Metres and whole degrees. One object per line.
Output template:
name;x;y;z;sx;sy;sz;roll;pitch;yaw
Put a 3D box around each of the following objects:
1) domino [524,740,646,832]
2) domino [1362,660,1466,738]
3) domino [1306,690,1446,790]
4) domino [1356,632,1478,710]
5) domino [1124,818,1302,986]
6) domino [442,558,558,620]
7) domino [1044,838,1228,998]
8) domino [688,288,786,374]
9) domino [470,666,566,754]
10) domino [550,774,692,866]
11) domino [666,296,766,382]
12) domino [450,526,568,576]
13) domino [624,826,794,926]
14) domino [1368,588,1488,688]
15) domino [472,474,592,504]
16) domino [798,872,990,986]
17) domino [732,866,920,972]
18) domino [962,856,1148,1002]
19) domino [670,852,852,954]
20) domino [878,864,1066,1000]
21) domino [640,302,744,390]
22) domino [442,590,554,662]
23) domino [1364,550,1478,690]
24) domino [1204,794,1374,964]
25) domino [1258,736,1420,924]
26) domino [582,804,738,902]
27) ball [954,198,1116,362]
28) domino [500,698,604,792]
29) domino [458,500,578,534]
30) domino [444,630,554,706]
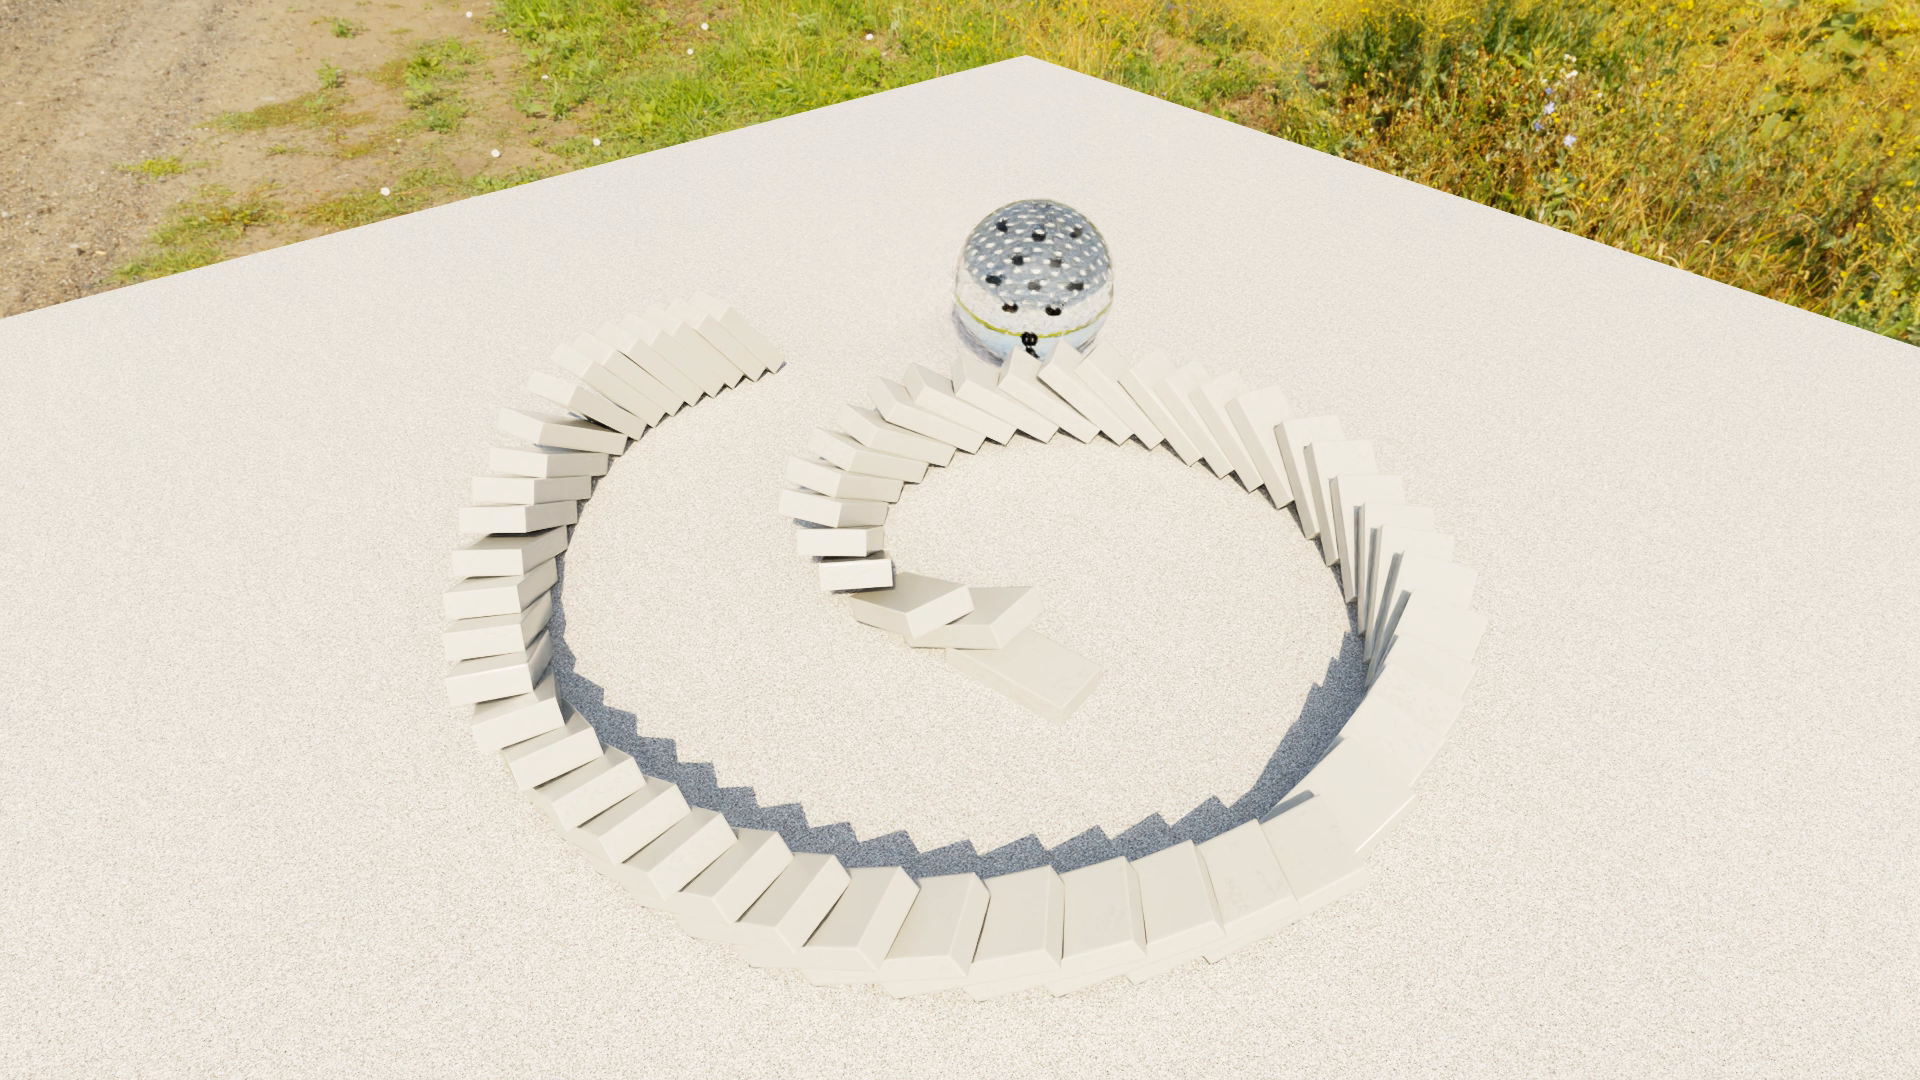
domino;-0.116;0.073;0.334;0.025;0.010;0.050;-29;14;-30
domino;0.132;0.066;0.342;0.025;0.009;0.050;32;82;31
domino;0.121;0.073;0.332;0.025;0.010;0.050;36;84;31
domino;0.142;0.057;0.353;0.025;0.009;0.050;28;80;30
domino;0.065;0.100;0.304;0.050;0.009;0.025;-28;40;10
domino;-0.168;0.017;0.404;0.025;0.010;0.050;-6;11;-5
domino;0.045;0.103;0.300;0.050;0.009;0.025;-26;37;15
domino;-0.109;-0.102;0.539;0.025;0.050;0.009;30;83;32
domino;-0.143;0.054;0.357;0.025;0.009;0.050;-19;12;-19
domino;-0.102;0.080;0.325;0.025;0.010;0.050;-34;16;-33
domino;-0.118;-0.097;0.532;0.025;0.050;0.009;30;83;32
domino;-0.171;0.004;0.421;0.025;0.009;0.050;-1;11;-1
domino;-0.072;0.093;0.309;0.050;0.009;0.025;-11;24;46
domino;0.154;0.044;0.368;0.025;0.009;0.050;24;78;20
domino;-0.173;-0.021;0.448;0.025;0.009;0.050;4;5;6
domino;-0.018;0.105;0.297;0.050;0.009;0.025;-16;31;29
domino;-0.037;0.102;0.297;0.050;0.009;0.025;-16;29;39
domino;0.024;0.105;0.297;0.050;0.009;0.025;-23;36;19
domino;-0.055;0.098;0.303;0.050;0.009;0.025;-12;26;43
domino;0.003;0.106;0.296;0.050;0.010;0.025;-20;34;23
domino;-0.128;-0.093;0.527;0.025;0.050;0.010;30;83;31
domino;-0.162;0.030;0.390;0.025;0.010;0.050;-7;12;-8
domino;0.160;0.031;0.382;0.025;0.010;0.050;17;77;11
domino;0.086;0.095;0.309;0.050;0.010;0.025;-31;41;8
domino;0.106;0.084;0.321;0.050;0.010;0.025;-43;51;-1
domino;-0.087;0.087;0.316;0.025;0.009;0.050;-37;18;-35
ball;0.037;-0.126;0.542;0.080;0.080;0.080;0;39;0
domino;-0.131;0.064;0.346;0.025;0.009;0.050;-23;13;-26
domino;-0.173;-0.010;0.434;0.025;0.009;0.050;-1;5;2
domino;-0.155;0.043;0.373;0.025;0.010;0.050;-10;10;-12
